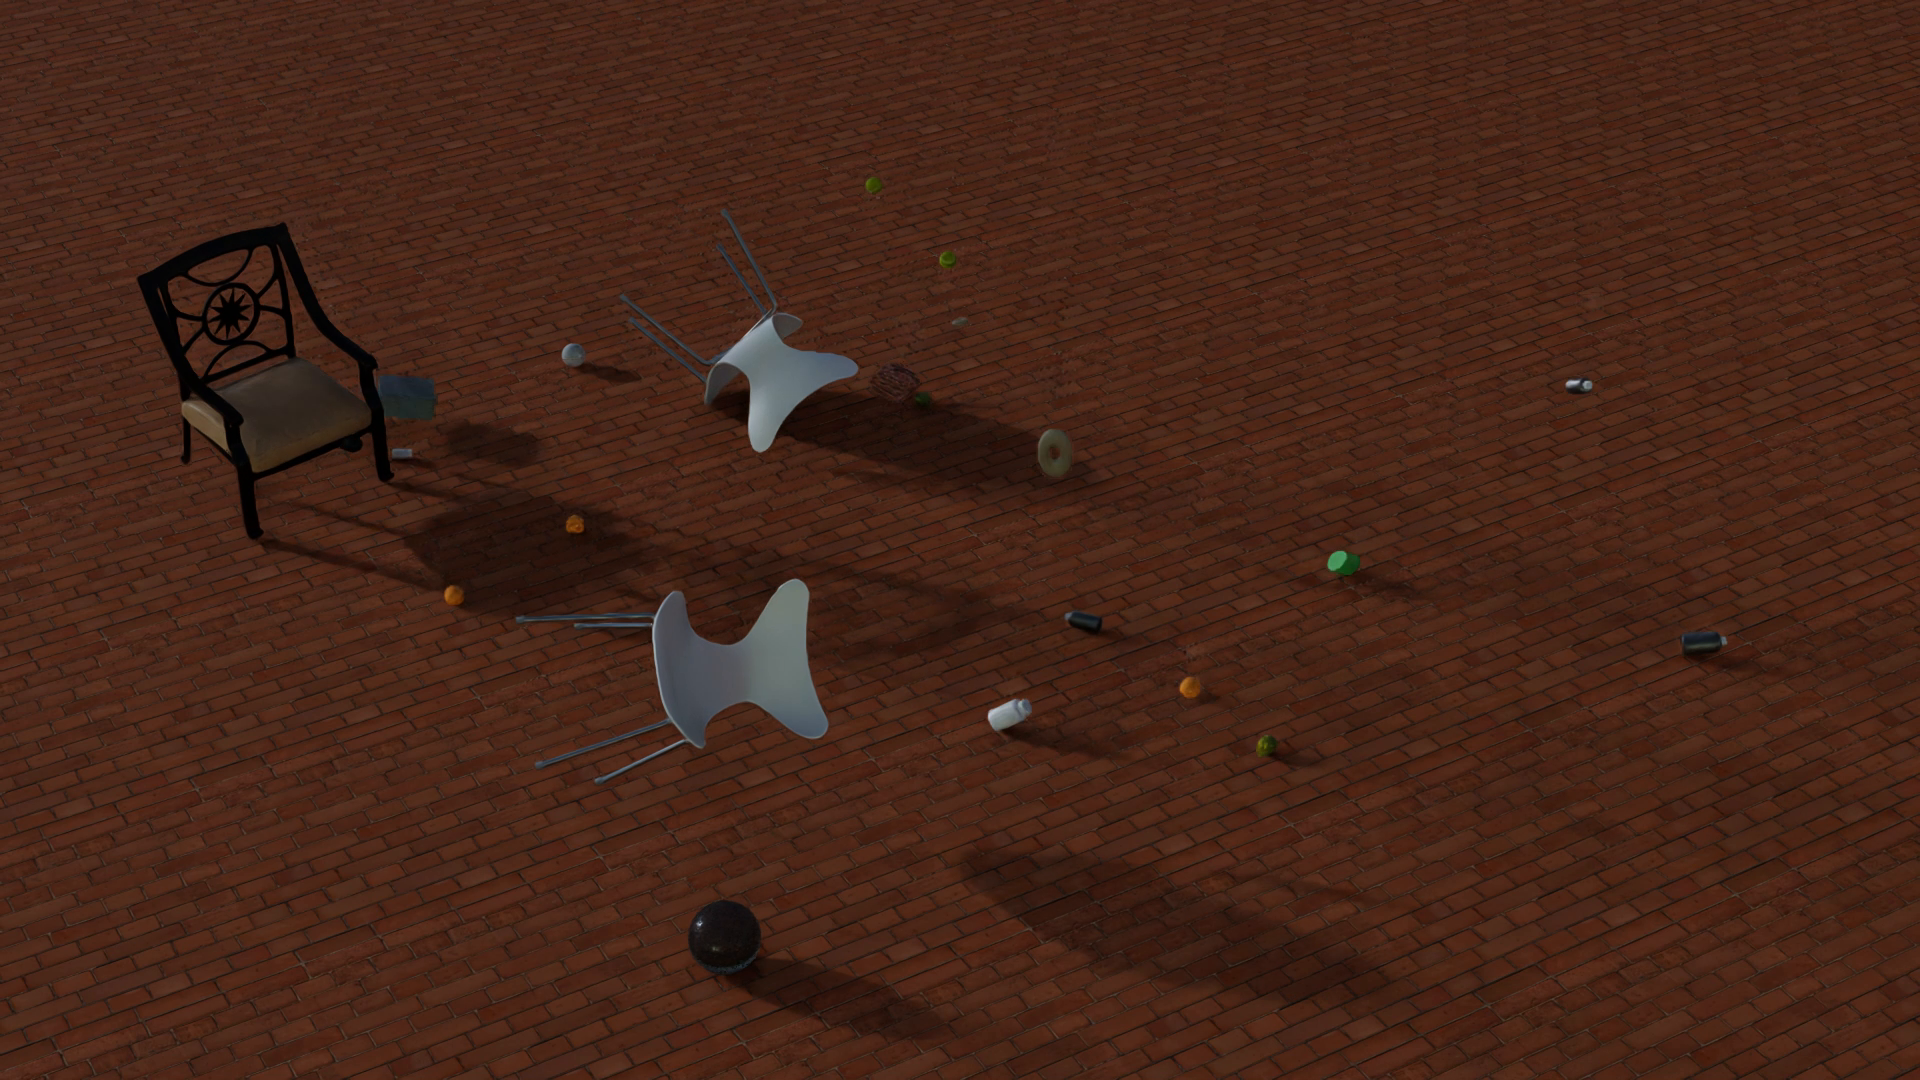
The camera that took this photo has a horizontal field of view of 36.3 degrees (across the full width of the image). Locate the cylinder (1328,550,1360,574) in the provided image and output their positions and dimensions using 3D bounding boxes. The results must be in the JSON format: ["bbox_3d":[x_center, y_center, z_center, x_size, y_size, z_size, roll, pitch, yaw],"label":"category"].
[{"bbox_3d":[1.403,0.082,10.715,0.073,0.096,0.070,17,57,-36],"label":"cylinder"}]

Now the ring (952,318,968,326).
[{"bbox_3d":[0.000,-0.896,12.047,0.060,0.022,0.106,4,19,23],"label":"ring"}]

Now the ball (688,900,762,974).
[{"bbox_3d":[-0.715,1.207,8.909,0.224,0.224,0.224,0,33,0],"label":"ball"}]

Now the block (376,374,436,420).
[{"bbox_3d":[-2.189,-0.563,11.581,0.211,0.100,0.155,4,32,-17],"label":"block"}]

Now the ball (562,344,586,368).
[{"bbox_3d":[-1.581,-0.757,12.004,0.099,0.099,0.099,0,33,0],"label":"ball"}]

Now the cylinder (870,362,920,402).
[{"bbox_3d":[-0.260,-0.635,11.800,0.167,0.104,0.117,28,44,14],"label":"cylinder"}]

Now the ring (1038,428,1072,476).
[{"bbox_3d":[0.352,-0.324,10.885,0.131,0.226,0.052,2,42,6],"label":"ring"}]
